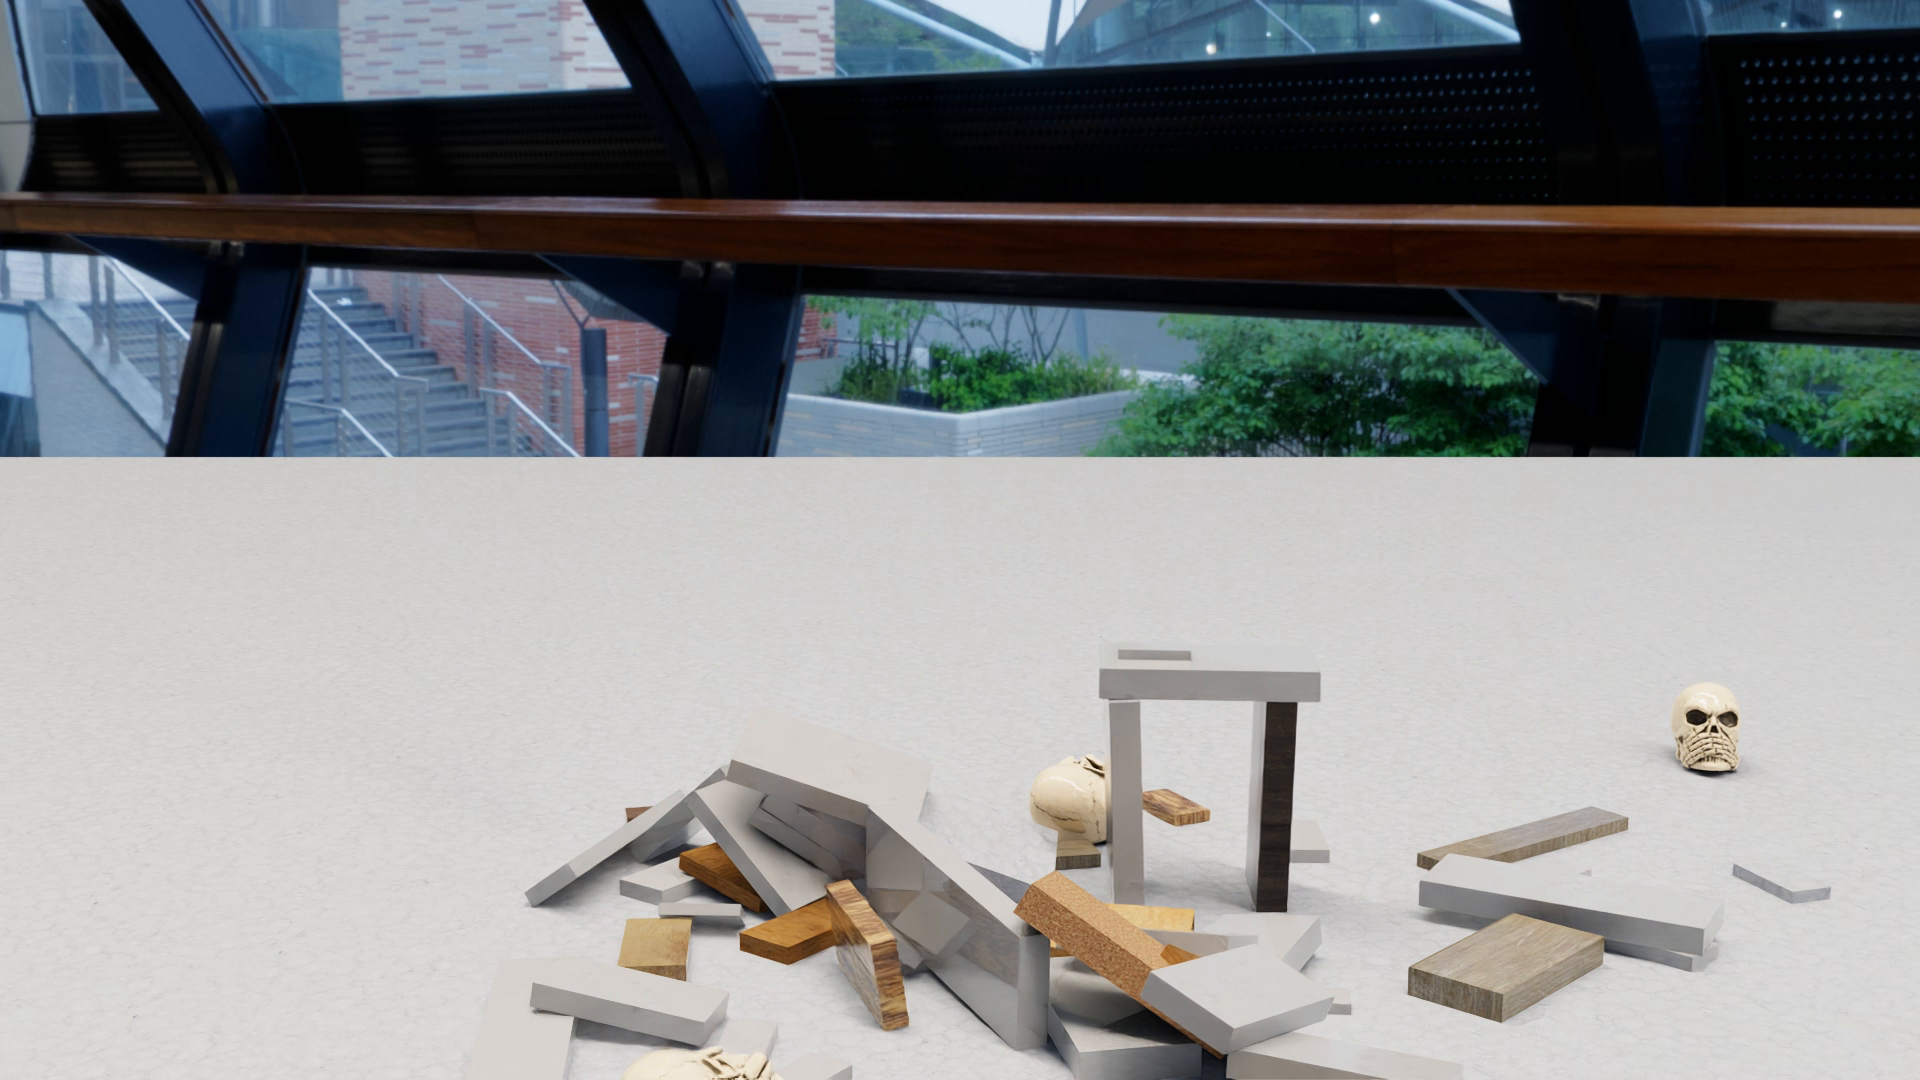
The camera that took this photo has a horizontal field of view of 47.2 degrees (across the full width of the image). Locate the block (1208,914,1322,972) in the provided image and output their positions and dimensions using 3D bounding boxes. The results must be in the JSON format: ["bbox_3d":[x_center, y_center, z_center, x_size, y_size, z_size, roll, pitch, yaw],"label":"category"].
[{"bbox_3d":[0.421,0.629,3.281,0.154,0.044,0.309,-3,8,26],"label":"block"}]

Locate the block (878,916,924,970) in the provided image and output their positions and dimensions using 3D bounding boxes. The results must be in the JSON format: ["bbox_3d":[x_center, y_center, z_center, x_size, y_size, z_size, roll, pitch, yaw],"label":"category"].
[{"bbox_3d":[-0.116,0.599,3.343,0.076,0.022,0.152,37,-4,-23],"label":"block"}]

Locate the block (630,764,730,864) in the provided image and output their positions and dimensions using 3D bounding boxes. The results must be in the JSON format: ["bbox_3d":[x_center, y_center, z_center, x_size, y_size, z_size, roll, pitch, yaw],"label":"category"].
[{"bbox_3d":[-0.447,0.462,3.813,0.264,0.037,0.132,-41,-12,29],"label":"block"}]

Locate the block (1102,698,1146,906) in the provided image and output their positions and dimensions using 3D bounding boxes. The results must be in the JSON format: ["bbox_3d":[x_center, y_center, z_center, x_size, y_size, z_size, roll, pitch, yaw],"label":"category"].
[{"bbox_3d":[0.270,0.416,3.634,0.050,0.353,0.176,-2,11,0],"label":"block"}]

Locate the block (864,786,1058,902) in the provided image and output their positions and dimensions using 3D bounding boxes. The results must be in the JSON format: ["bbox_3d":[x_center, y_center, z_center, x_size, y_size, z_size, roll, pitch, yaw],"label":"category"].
[{"bbox_3d":[0.004,0.494,3.624,0.313,0.044,0.157,20,31,-6],"label":"block"}]

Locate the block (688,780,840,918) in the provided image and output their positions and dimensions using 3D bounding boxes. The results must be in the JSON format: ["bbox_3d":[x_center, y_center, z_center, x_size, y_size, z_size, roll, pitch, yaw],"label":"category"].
[{"bbox_3d":[-0.315,0.500,3.610,0.132,0.037,0.264,-18,57,-47],"label":"block"}]

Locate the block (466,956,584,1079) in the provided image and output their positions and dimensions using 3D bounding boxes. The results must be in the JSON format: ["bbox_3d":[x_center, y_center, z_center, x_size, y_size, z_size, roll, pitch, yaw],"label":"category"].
[{"bbox_3d":[-0.584,0.716,2.895,0.126,0.036,0.807,-1,11,-6],"label":"block"}]

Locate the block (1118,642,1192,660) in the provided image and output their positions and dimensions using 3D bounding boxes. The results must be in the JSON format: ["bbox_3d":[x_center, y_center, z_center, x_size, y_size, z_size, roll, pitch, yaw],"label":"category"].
[{"bbox_3d":[0.319,0.182,3.607,0.118,0.017,0.059,1,11,4],"label":"block"}]

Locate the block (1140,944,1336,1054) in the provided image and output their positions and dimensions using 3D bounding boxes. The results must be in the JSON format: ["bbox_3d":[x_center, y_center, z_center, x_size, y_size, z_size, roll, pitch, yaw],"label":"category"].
[{"bbox_3d":[0.373,0.609,2.933,0.138,0.039,0.276,30,17,33],"label":"block"}]

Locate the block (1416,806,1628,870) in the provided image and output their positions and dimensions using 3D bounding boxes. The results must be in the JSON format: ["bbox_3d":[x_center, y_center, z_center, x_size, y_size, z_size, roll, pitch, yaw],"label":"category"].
[{"bbox_3d":[1.003,0.534,3.903,0.464,0.024,0.084,-7,13,-35],"label":"block"}]

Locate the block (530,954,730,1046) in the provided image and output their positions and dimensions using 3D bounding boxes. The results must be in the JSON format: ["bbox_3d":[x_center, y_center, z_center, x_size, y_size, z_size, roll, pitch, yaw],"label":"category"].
[{"bbox_3d":[-0.467,0.651,3.118,0.252,0.036,0.126,11,10,8],"label":"block"}]

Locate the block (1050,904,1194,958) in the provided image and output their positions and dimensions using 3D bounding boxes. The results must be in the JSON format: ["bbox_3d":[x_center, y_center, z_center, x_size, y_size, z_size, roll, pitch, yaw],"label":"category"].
[{"bbox_3d":[0.223,0.610,3.383,0.264,0.037,0.132,2,23,11],"label":"block"}]

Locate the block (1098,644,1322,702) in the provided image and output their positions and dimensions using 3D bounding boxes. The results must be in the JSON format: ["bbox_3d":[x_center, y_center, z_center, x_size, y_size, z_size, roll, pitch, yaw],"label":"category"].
[{"bbox_3d":[0.404,0.217,3.603,0.353,0.050,0.176,1,11,3],"label":"block"}]

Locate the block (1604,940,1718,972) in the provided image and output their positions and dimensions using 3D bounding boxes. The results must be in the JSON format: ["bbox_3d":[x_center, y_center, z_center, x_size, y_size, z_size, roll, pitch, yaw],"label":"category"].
[{"bbox_3d":[1.016,0.615,3.470,0.084,0.024,0.342,-10,15,-44],"label":"block"}]

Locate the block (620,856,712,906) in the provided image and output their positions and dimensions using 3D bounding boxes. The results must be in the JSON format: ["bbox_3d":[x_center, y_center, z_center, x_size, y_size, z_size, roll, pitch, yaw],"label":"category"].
[{"bbox_3d":[-0.468,0.568,3.709,0.098,0.028,0.196,8,13,36],"label":"block"}]

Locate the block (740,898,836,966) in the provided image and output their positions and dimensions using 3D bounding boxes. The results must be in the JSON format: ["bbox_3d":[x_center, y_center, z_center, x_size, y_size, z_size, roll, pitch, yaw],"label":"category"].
[{"bbox_3d":[-0.239,0.614,3.460,0.102,0.029,0.203,8,13,37],"label":"block"}]

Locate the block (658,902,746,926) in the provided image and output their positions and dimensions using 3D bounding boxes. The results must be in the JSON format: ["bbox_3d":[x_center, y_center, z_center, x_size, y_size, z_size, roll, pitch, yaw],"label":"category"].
[{"bbox_3d":[-0.410,0.595,3.498,0.131,0.018,0.065,1,-24,3],"label":"block"}]

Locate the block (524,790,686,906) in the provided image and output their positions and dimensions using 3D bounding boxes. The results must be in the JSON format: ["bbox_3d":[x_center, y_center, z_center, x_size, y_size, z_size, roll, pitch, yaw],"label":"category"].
[{"bbox_3d":[-0.602,0.526,3.787,0.102,0.029,0.429,-35,-2,21],"label":"block"}]

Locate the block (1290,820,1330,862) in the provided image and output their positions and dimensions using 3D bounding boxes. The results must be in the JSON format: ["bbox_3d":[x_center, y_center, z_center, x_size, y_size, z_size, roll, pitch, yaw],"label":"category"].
[{"bbox_3d":[0.602,0.534,3.904,0.084,0.024,0.167,0,11,1],"label":"block"}]

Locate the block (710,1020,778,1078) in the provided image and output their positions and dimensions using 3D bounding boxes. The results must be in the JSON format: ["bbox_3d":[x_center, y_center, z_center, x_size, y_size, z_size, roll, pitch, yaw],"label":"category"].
[{"bbox_3d":[-0.296,0.699,3.027,0.070,0.020,0.140,1,11,5],"label":"block"}]

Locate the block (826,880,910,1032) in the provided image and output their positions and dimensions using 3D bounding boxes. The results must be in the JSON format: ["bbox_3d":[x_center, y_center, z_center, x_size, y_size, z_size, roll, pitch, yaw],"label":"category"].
[{"bbox_3d":[-0.138,0.604,3.220,0.037,0.132,0.264,-12,13,-15],"label":"block"}]

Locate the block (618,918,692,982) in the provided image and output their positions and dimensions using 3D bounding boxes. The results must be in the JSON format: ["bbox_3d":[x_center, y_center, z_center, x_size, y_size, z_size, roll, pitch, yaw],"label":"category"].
[{"bbox_3d":[-0.467,0.630,3.377,0.102,0.029,0.203,-1,11,-4],"label":"block"}]

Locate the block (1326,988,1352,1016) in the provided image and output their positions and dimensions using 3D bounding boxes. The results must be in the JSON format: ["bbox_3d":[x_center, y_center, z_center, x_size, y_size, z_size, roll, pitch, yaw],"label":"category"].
[{"bbox_3d":[0.508,0.669,3.198,0.118,0.017,0.059,1,11,6],"label":"block"}]

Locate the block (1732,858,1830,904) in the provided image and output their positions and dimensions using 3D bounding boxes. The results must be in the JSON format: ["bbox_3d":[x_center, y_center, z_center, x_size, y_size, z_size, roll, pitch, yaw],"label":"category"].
[{"bbox_3d":[1.381,0.573,3.699,0.076,0.022,0.152,-3,11,-18],"label":"block"}]

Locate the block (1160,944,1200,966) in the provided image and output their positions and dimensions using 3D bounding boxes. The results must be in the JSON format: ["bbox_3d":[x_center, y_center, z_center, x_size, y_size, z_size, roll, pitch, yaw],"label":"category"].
[{"bbox_3d":[0.349,0.608,3.062,0.140,0.020,0.070,29,7,-36],"label":"block"}]

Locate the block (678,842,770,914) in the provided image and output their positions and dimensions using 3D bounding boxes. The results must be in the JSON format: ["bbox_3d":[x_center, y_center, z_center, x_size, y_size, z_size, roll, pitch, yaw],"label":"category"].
[{"bbox_3d":[-0.365,0.560,3.661,0.196,0.028,0.098,21,21,37],"label":"block"}]

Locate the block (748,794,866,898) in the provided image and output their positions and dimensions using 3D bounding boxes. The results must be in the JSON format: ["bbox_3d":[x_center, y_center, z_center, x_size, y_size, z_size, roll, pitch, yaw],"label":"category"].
[{"bbox_3d":[-0.212,0.489,3.636,0.264,0.037,0.132,33,29,-4],"label":"block"}]

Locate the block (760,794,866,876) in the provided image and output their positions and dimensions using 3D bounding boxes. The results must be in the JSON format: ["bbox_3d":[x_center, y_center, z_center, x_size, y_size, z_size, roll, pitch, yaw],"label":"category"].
[{"bbox_3d":[-0.164,0.470,3.630,0.313,0.044,0.157,34,29,-3],"label":"block"}]

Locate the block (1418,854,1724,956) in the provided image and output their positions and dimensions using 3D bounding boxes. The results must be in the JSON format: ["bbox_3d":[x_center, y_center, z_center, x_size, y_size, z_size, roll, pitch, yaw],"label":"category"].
[{"bbox_3d":[0.969,0.576,3.495,0.443,0.044,0.154,6,12,29],"label":"block"}]

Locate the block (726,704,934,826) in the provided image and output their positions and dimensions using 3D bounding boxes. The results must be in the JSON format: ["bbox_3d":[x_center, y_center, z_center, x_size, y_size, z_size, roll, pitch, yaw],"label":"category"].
[{"bbox_3d":[-0.209,0.378,3.583,0.313,0.044,0.157,18,31,0],"label":"block"}]

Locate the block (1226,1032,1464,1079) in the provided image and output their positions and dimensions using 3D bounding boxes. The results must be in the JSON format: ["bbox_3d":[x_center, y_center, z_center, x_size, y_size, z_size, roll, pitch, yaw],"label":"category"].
[{"bbox_3d":[0.497,0.685,2.838,0.276,0.039,0.138,6,3,23],"label":"block"}]

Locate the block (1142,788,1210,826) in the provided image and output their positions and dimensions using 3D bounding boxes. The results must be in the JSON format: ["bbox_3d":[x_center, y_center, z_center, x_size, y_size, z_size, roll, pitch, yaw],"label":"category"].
[{"bbox_3d":[0.393,0.498,4.104,0.076,0.022,0.152,-5,12,-26],"label":"block"}]

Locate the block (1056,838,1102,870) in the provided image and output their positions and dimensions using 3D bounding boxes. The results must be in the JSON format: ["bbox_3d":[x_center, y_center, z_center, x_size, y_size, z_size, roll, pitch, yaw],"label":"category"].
[{"bbox_3d":[0.152,0.549,3.823,0.168,0.024,0.084,-2,11,-12],"label":"block"}]

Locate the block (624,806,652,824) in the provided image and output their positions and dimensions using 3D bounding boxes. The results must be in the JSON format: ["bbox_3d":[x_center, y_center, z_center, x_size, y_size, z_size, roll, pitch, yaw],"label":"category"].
[{"bbox_3d":[-0.550,0.509,4.057,0.131,0.018,0.065,-2,11,-12],"label":"block"}]

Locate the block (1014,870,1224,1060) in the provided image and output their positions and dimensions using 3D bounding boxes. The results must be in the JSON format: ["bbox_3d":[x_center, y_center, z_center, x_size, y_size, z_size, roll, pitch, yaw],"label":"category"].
[{"bbox_3d":[0.242,0.583,3.041,0.338,0.048,0.169,34,6,13],"label":"block"}]

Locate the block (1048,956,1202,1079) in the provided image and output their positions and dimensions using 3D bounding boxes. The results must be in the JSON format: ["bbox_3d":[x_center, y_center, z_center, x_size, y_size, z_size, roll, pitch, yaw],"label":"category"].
[{"bbox_3d":[0.209,0.671,3.104,0.169,0.048,0.338,-2,11,-11],"label":"block"}]

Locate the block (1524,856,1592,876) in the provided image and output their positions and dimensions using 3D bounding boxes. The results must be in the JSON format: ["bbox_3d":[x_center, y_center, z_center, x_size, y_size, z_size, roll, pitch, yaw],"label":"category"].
[{"bbox_3d":[0.977,0.572,3.702,0.168,0.024,0.084,-9,14,-39],"label":"block"}]

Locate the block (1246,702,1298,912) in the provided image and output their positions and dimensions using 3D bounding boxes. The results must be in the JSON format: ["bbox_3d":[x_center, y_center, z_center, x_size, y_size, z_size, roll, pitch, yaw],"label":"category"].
[{"bbox_3d":[0.513,0.417,3.634,0.050,0.353,0.176,2,11,1],"label":"block"}]

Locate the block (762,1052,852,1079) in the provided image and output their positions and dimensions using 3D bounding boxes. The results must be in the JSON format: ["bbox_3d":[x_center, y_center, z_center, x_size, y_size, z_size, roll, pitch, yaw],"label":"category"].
[{"bbox_3d":[-0.213,0.720,2.914,0.070,0.020,0.140,7,13,34],"label":"block"}]

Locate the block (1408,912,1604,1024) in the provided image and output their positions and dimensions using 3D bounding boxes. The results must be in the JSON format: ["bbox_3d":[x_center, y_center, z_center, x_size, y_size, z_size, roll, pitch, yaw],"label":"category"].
[{"bbox_3d":[0.821,0.637,3.294,0.154,0.044,0.309,10,14,42],"label":"block"}]

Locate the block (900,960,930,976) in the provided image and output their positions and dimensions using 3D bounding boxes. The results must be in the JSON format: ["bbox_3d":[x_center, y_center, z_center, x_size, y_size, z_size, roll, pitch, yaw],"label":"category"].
[{"bbox_3d":[-0.100,0.635,3.377,0.065,0.018,0.131,-6,12,-30],"label":"block"}]

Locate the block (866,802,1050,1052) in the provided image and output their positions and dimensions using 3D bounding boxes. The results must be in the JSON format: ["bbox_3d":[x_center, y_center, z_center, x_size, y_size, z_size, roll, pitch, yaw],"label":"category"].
[{"bbox_3d":[-0.013,0.562,3.270,0.048,0.169,0.547,-5,15,-24],"label":"block"}]

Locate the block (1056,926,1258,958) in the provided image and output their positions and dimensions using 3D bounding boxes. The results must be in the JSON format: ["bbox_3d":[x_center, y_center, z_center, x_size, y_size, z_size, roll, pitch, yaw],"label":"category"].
[{"bbox_3d":[0.288,0.586,3.208,0.264,0.037,0.132,-1,-9,26],"label":"block"}]
